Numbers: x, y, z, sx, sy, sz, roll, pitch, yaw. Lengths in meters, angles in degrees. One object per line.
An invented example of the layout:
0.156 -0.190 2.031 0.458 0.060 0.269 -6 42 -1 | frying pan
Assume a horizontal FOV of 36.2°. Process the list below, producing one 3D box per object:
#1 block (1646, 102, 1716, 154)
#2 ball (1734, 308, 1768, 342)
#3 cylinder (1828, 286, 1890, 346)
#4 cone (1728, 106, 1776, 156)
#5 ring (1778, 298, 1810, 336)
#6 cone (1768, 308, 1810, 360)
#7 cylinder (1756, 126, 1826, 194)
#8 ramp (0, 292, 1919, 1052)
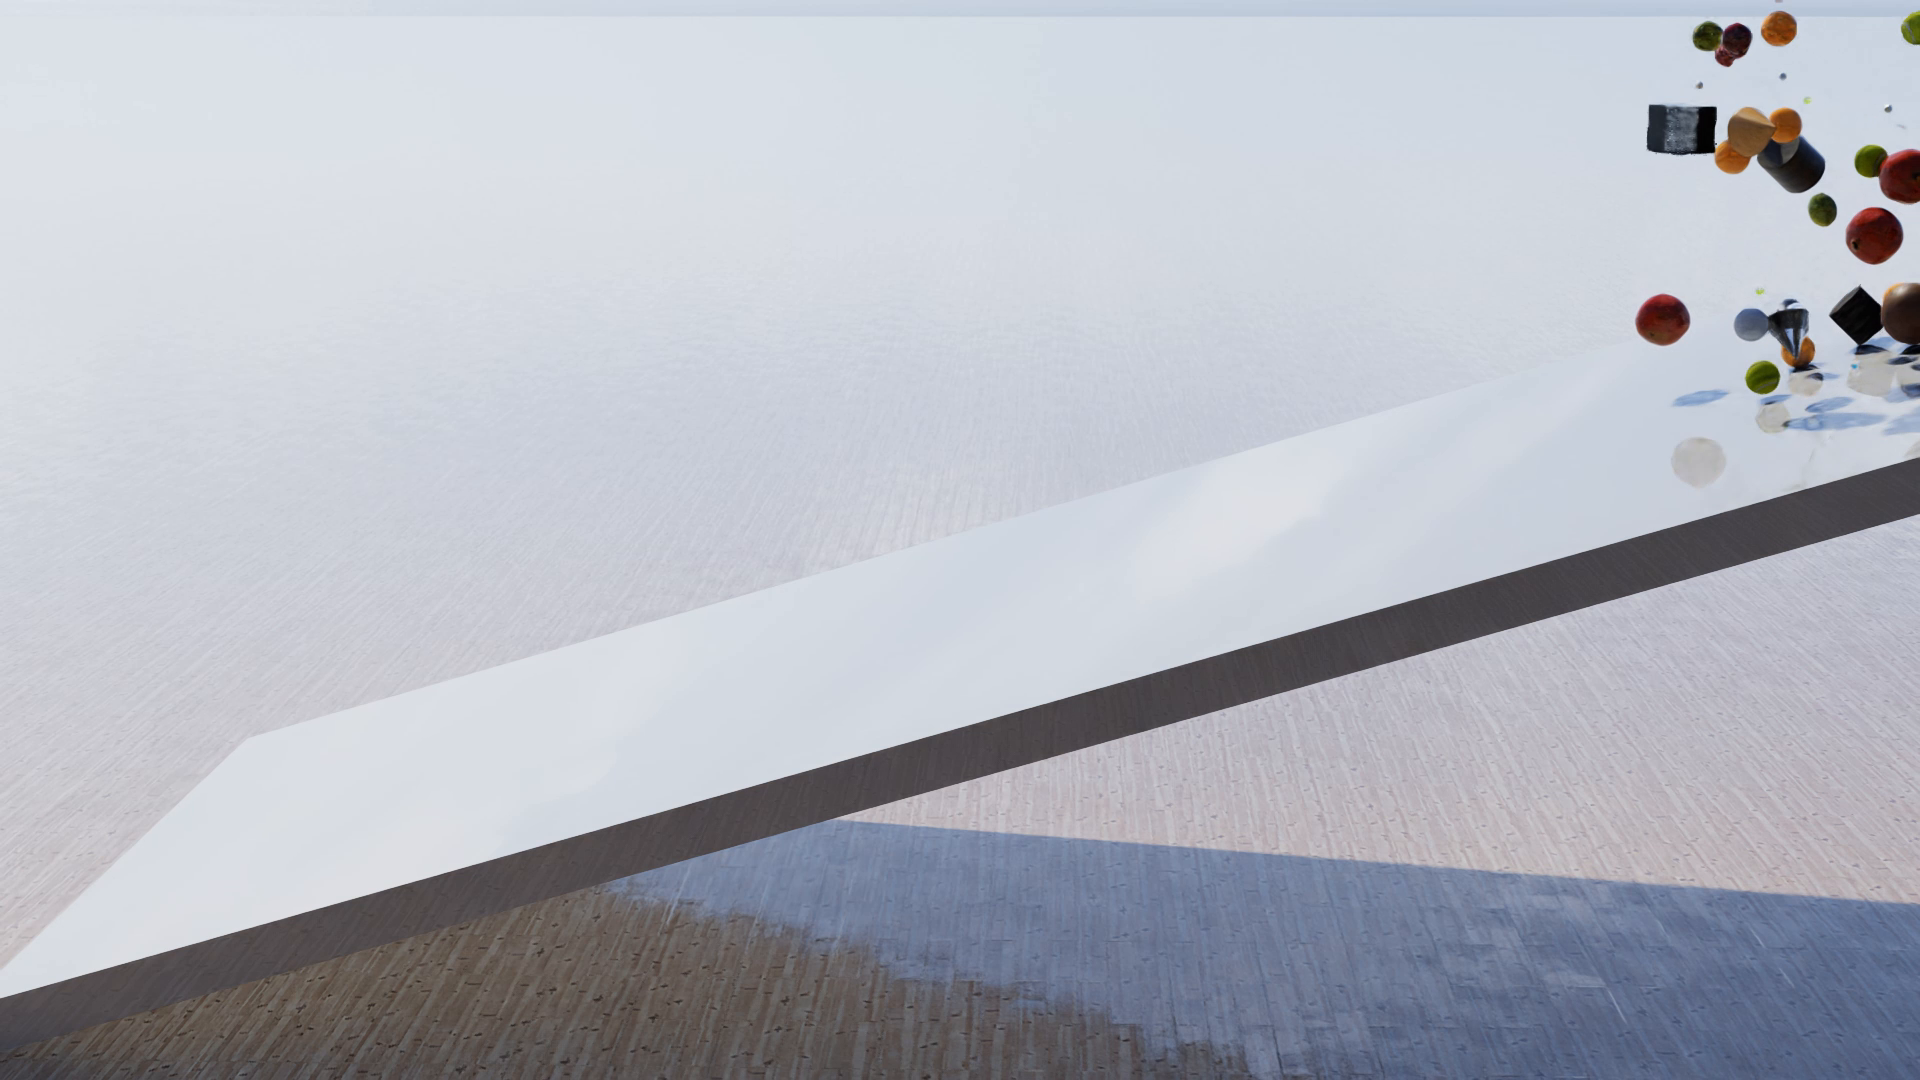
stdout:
1.482 -0.845 6.041 0.096 0.096 0.096 -6 15 -28 | block
1.576 -0.429 5.857 0.068 0.068 0.068 0 11 0 | ball
1.919 -0.479 6.277 0.090 0.090 0.090 44 16 1 | cylinder
1.573 -0.804 5.760 0.099 0.099 0.099 -3 4 -17 | cone
1.745 -0.463 6.160 0.031 0.092 0.092 -21 16 -11 | ring
1.668 -0.402 5.900 0.094 0.094 0.094 -8 -22 -3 | cone
1.695 -0.775 6.000 0.099 0.099 0.099 32 -10 -35 | cylinder
0.092 0.186 6.319 4.000 0.100 2.000 -16 10 5 | ramp
